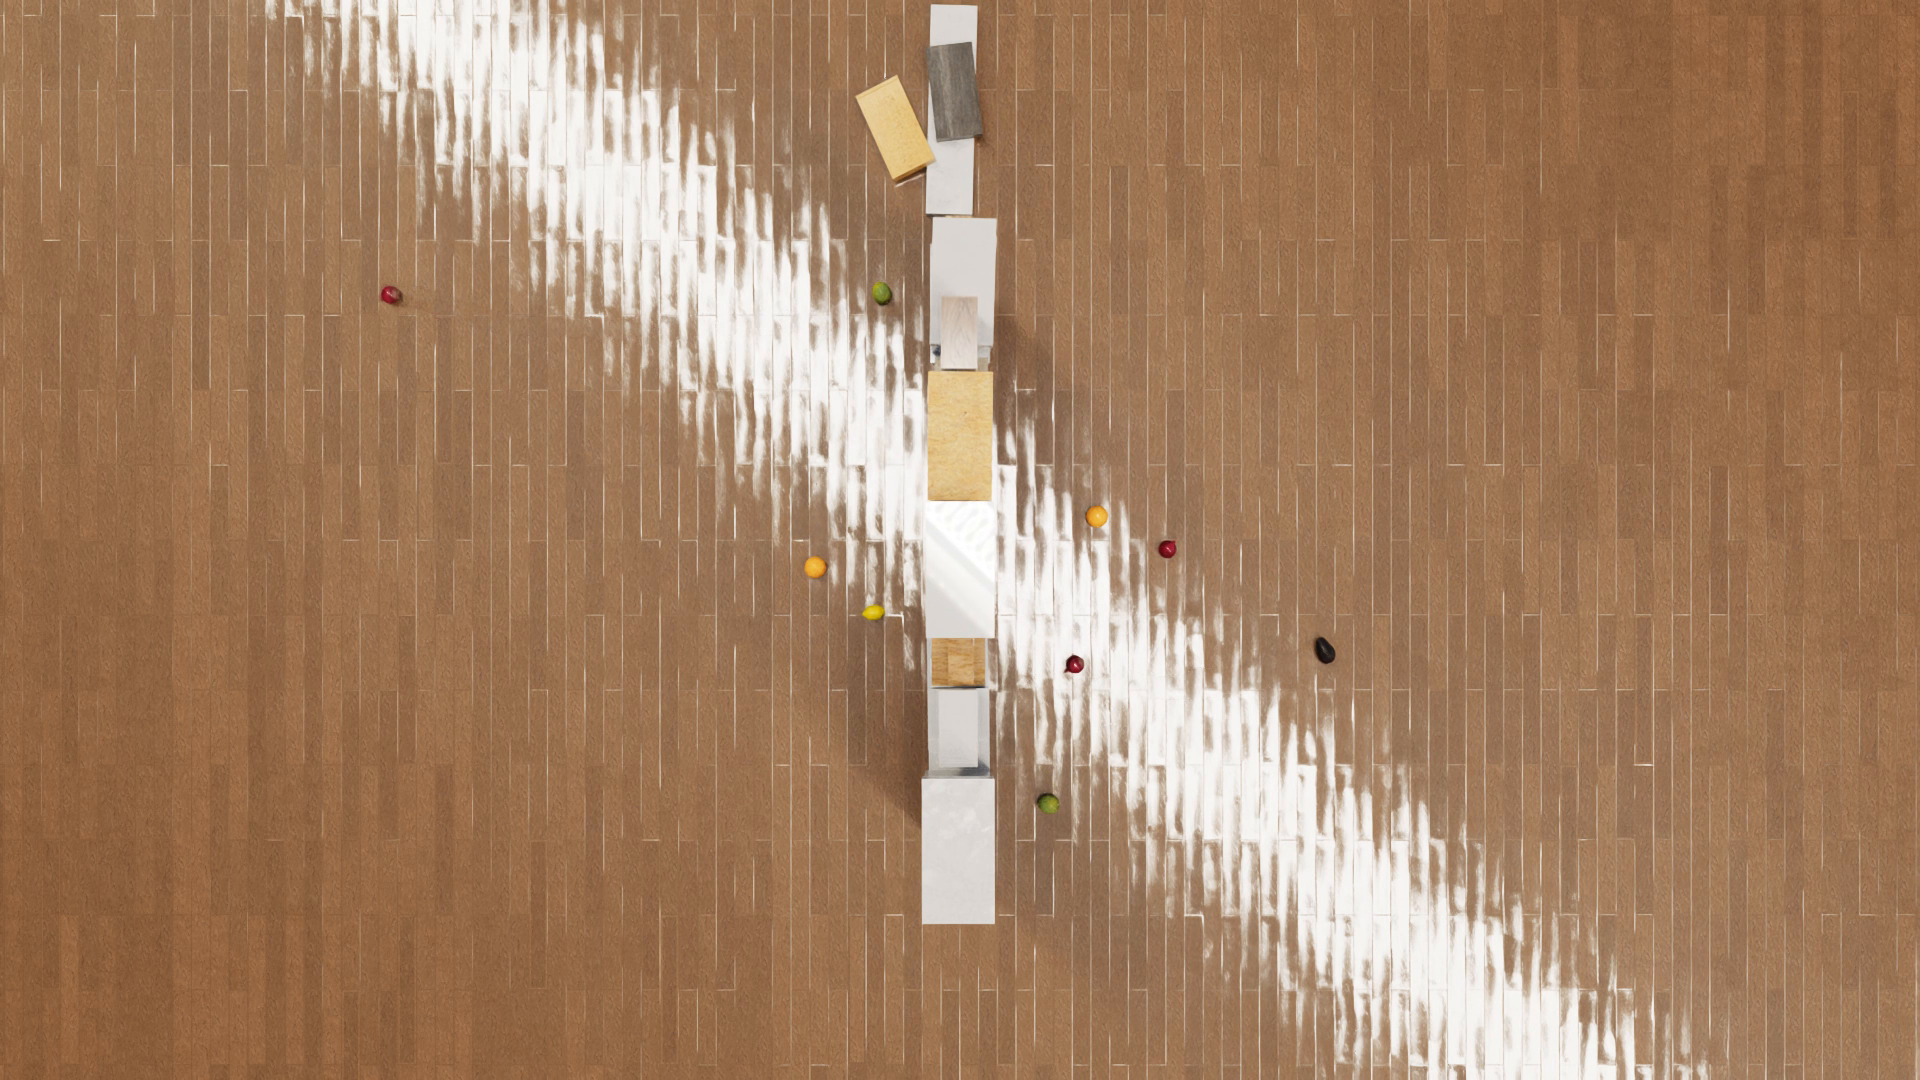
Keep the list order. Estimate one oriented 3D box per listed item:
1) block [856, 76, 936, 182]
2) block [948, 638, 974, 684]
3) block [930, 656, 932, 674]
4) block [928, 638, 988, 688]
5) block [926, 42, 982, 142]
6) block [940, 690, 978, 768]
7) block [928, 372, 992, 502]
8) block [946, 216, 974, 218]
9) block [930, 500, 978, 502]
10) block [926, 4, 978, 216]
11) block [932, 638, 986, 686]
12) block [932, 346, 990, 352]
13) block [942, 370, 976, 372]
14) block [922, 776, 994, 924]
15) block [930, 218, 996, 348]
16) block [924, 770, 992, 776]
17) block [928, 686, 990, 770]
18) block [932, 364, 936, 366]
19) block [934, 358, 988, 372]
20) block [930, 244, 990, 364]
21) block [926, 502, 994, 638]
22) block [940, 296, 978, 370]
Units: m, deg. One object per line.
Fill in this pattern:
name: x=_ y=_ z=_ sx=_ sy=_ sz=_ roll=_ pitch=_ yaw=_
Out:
block: x=-0.211 y=-1.360 z=5.454 sx=0.153 sy=0.043 sz=0.306 roll=-25 pitch=85 yaw=9
block: x=0.002 y=0.308 z=4.266 sx=0.065 sy=0.018 sz=0.130 roll=-1 pitch=90 yaw=0
block: x=-0.008 y=0.341 z=4.589 sx=0.144 sy=0.287 sz=0.041 roll=0 pitch=90 yaw=0
block: x=-0.006 y=0.427 z=4.757 sx=0.173 sy=0.049 sz=0.346 roll=-1 pitch=90 yaw=0
block: x=-0.019 y=-1.476 z=5.435 sx=0.153 sy=0.043 sz=0.306 roll=-7 pitch=90 yaw=0
block: x=-0.004 y=0.475 z=4.159 sx=0.096 sy=0.027 sz=0.193 roll=0 pitch=90 yaw=0
block: x=0.000 y=-0.263 z=4.194 sx=0.163 sy=0.046 sz=0.326 roll=0 pitch=90 yaw=0
block: x=0.000 y=-0.946 z=5.300 sx=0.094 sy=0.027 sz=0.187 roll=0 pitch=90 yaw=0
block: x=-0.005 y=-0.055 z=4.565 sx=0.152 sy=0.043 sz=0.304 roll=0 pitch=90 yaw=0
block: x=-0.028 y=-1.424 z=5.478 sx=0.153 sy=0.043 sz=0.690 roll=1 pitch=90 yaw=0
block: x=-0.004 y=0.245 z=4.425 sx=0.144 sy=0.041 sz=0.287 roll=0 pitch=90 yaw=0
block: x=0.004 y=-0.565 z=4.607 sx=0.168 sy=0.337 sz=0.048 roll=0 pitch=91 yaw=0
block: x=-0.004 y=-0.461 z=4.390 sx=0.092 sy=0.365 sz=0.026 roll=-1 pitch=90 yaw=0
block: x=-0.004 y=0.749 z=3.993 sx=0.174 sy=0.049 sz=0.348 roll=0 pitch=90 yaw=0
block: x=0.008 y=-0.688 z=4.413 sx=0.168 sy=0.048 sz=0.337 roll=2 pitch=91 yaw=0
block: x=-0.004 y=0.634 z=4.191 sx=0.174 sy=0.348 sz=0.049 roll=0 pitch=90 yaw=0
block: x=-0.002 y=0.554 z=4.388 sx=0.161 sy=0.046 sz=0.321 roll=-1 pitch=90 yaw=0
block: x=0.001 y=-0.572 z=4.996 sx=0.172 sy=0.344 sz=0.049 roll=0 pitch=90 yaw=0
block: x=0.003 y=-0.360 z=4.594 sx=0.147 sy=0.042 sz=0.293 roll=0 pitch=90 yaw=0
block: x=0.000 y=-0.685 z=4.800 sx=0.172 sy=0.049 sz=0.344 roll=0 pitch=90 yaw=0
block: x=0.000 y=0.073 z=4.048 sx=0.167 sy=0.047 sz=0.333 roll=0 pitch=90 yaw=0
block: x=-0.002 y=-0.526 z=4.194 sx=0.092 sy=0.026 sz=0.184 roll=1 pitch=90 yaw=0
